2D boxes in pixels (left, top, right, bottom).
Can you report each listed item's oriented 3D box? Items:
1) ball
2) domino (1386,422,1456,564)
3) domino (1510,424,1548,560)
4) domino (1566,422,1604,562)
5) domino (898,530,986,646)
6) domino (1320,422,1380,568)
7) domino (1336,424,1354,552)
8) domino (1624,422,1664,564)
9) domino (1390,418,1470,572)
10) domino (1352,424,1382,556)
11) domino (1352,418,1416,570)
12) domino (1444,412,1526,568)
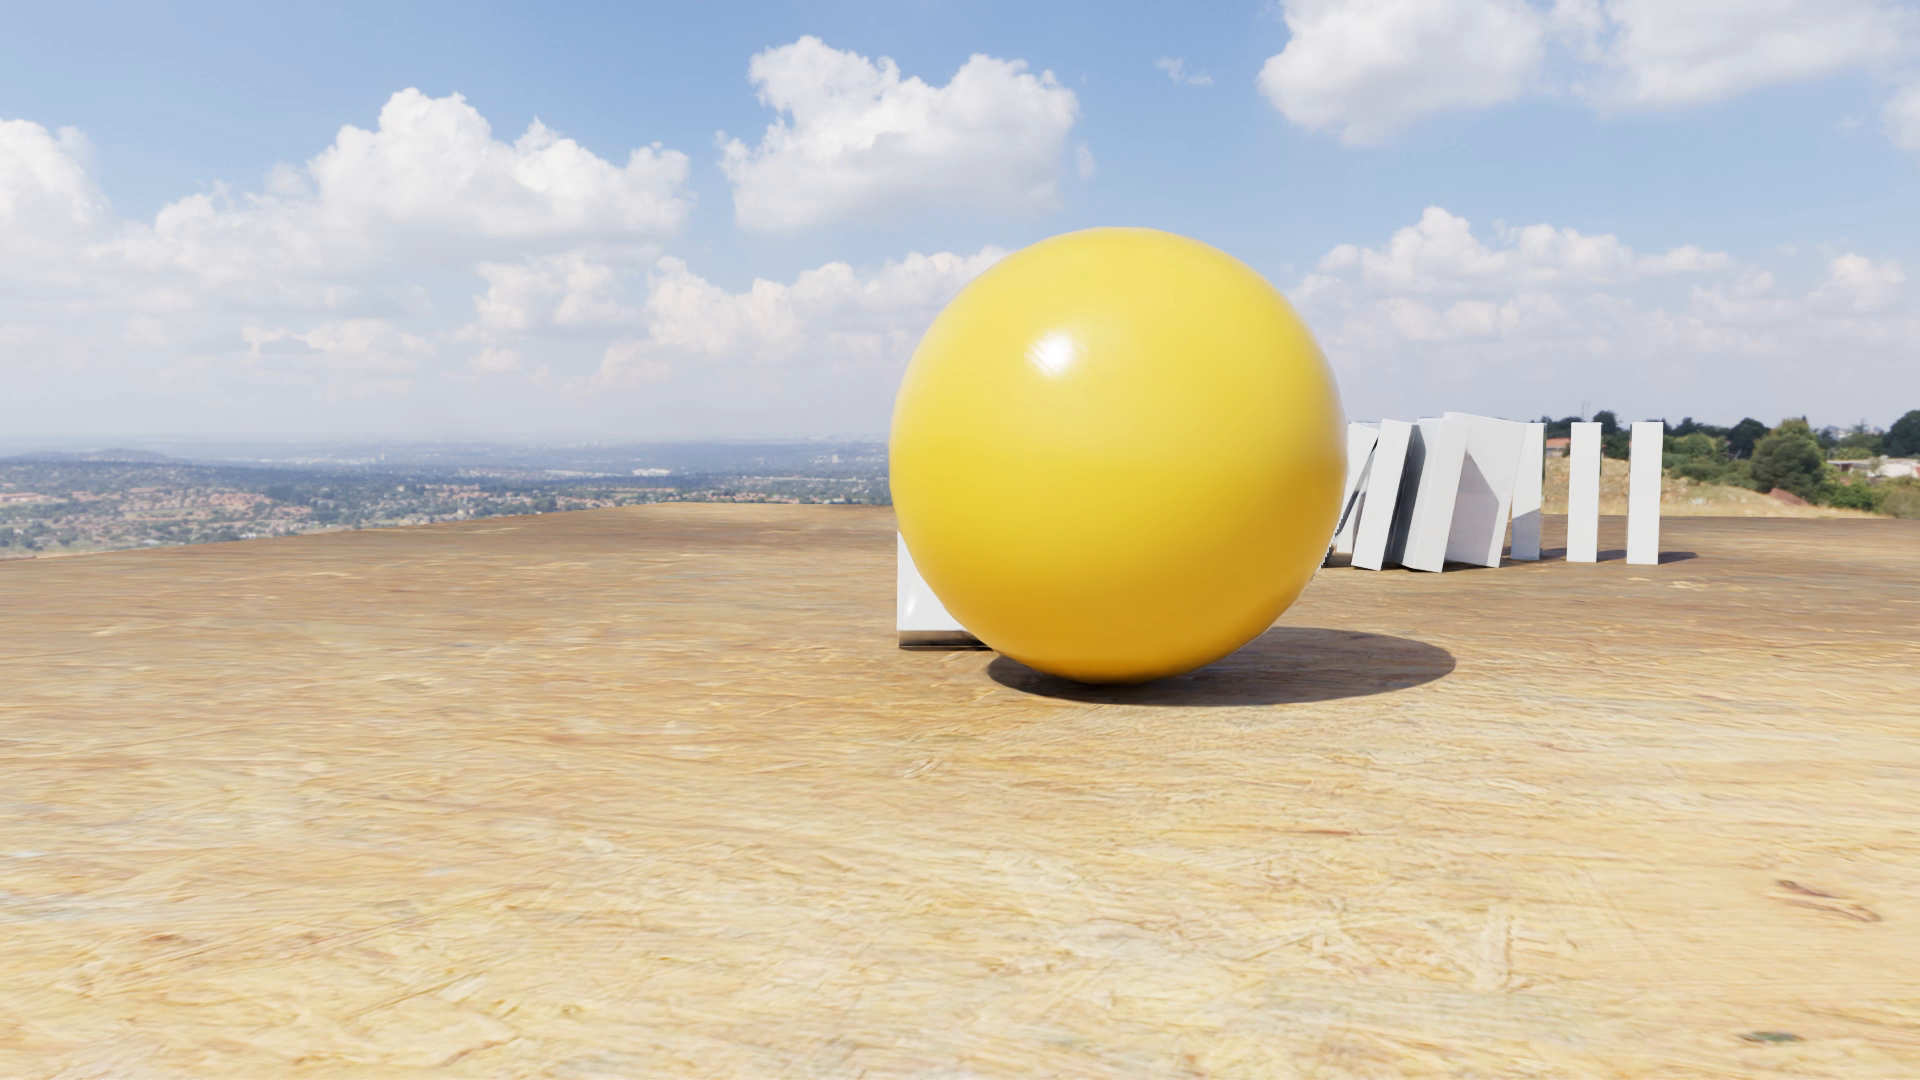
[{"bbox_3d":[0.027,-0.015,0.227,0.080,0.080,0.080,0,4,0],"label":"ball"},{"bbox_3d":[0.166,-0.017,0.461,0.025,0.050,0.010,-1,4,-16],"label":"domino"},{"bbox_3d":[0.213,-0.019,0.481,0.009,0.050,0.025,2,5,27],"label":"domino"},{"bbox_3d":[0.230,-0.018,0.472,0.010,0.050,0.025,2,5,28],"label":"domino"},{"bbox_3d":[-0.001,-0.002,0.276,0.025,0.050,0.010,0,-25,-1],"label":"domino"},{"bbox_3d":[0.132,-0.016,0.446,0.009,0.050,0.025,25,13,19],"label":"domino"},{"bbox_3d":[0.161,-0.020,0.498,0.025,0.050,0.010,4,6,43],"label":"domino"},{"bbox_3d":[0.247,-0.017,0.463,0.009,0.050,0.025,2,5,26],"label":"domino"},{"bbox_3d":[0.159,-0.016,0.434,0.010,0.050,0.025,9,5,1],"label":"domino"},{"bbox_3d":[0.161,-0.018,0.479,0.025,0.050,0.009,-1,4,-11],"label":"domino"},{"bbox_3d":[0.145,-0.016,0.440,0.009,0.050,0.025,13,9,21],"label":"domino"},{"bbox_3d":[0.177,-0.017,0.443,0.025,0.050,0.009,9,4,0],"label":"domino"}]
